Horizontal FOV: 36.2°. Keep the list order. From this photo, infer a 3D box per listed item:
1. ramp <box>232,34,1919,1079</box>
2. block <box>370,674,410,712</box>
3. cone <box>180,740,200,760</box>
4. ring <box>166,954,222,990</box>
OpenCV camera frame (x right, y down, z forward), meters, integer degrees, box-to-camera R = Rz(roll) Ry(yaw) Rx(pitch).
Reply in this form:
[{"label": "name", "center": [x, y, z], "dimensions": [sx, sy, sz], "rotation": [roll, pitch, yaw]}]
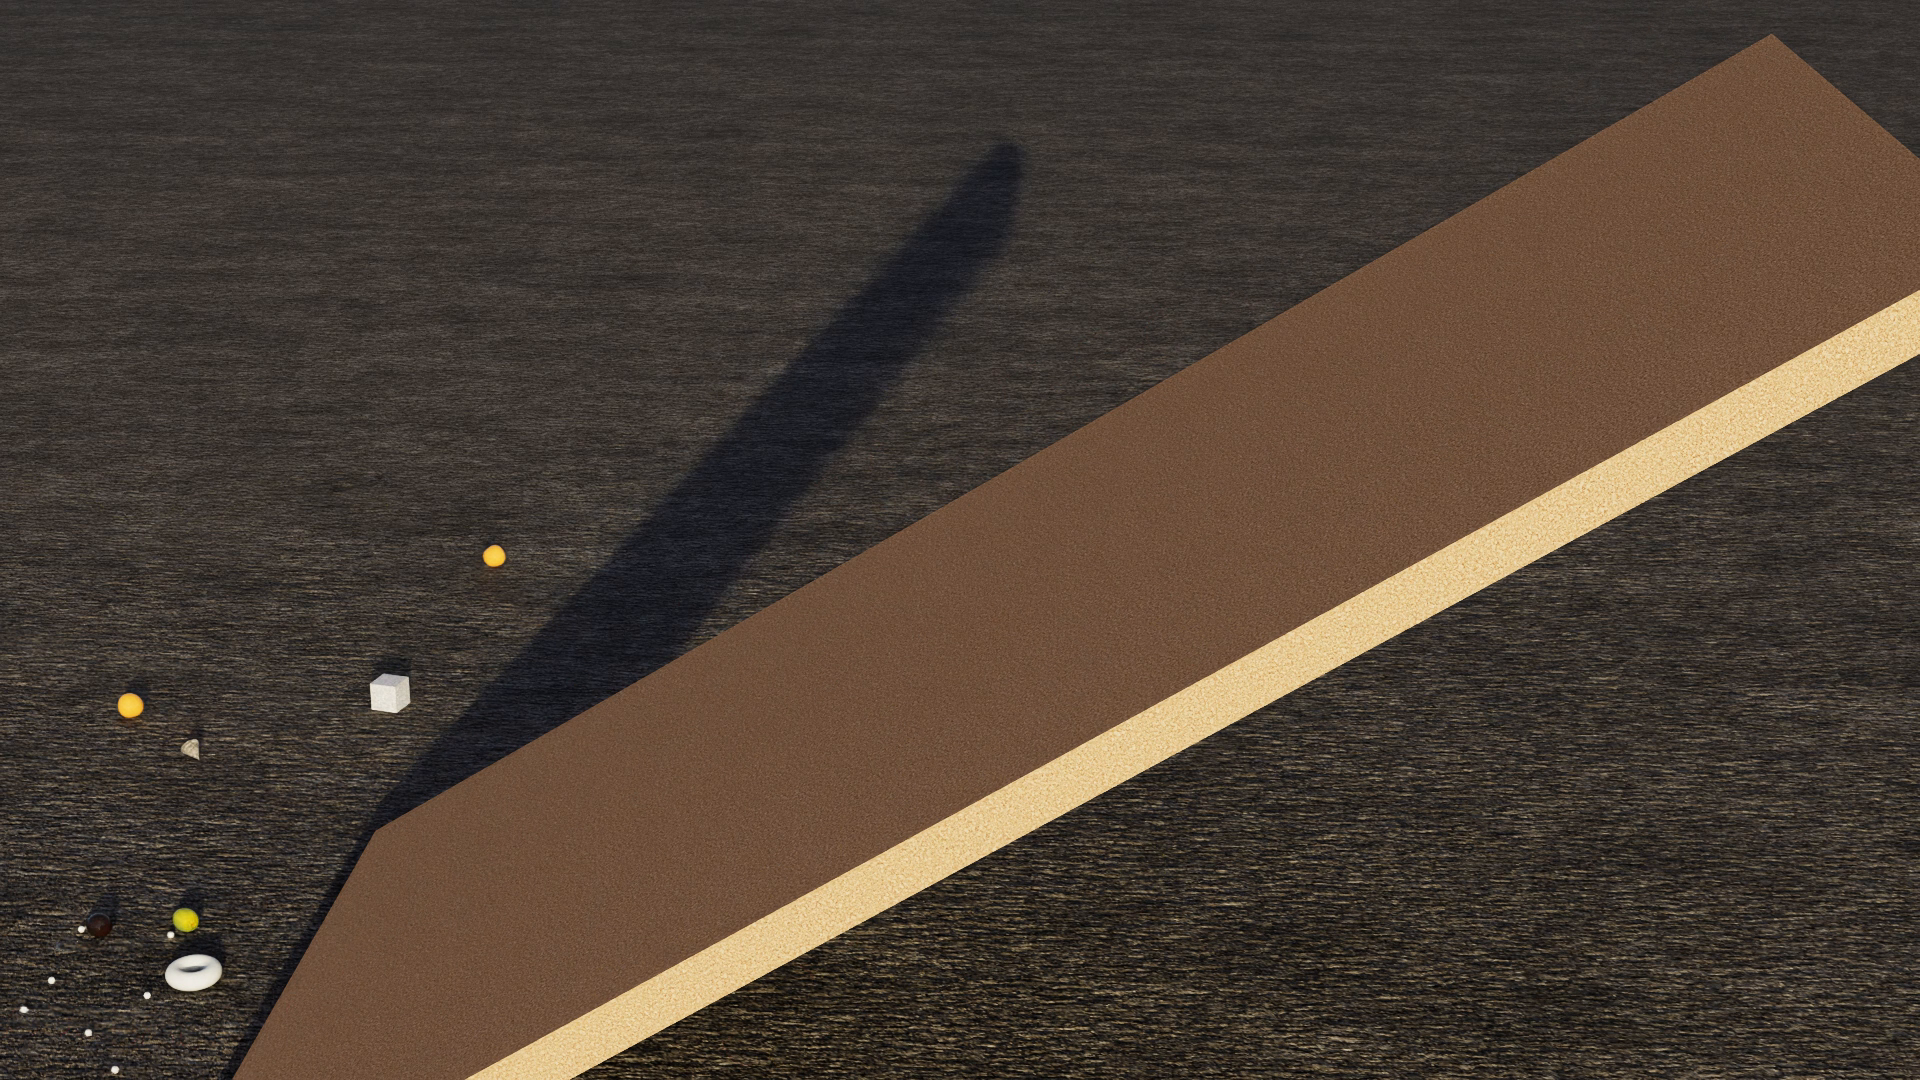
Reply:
[{"label": "ramp", "center": [0.141, 0.169, 6.290], "dimensions": [4.000, 0.100, 2.000], "rotation": [-30, 15, 13]}, {"label": "block", "center": [-1.678, 0.451, 8.662], "dimensions": [0.082, 0.082, 0.082], "rotation": [6, 20, 17]}, {"label": "cone", "center": [-2.164, 0.603, 8.316], "dimensions": [0.057, 0.057, 0.057], "rotation": [-16, 52, -38]}, {"label": "ring", "center": [-1.839, 1.038, 7.058], "dimensions": [0.134, 0.045, 0.134], "rotation": [0, 21, 0]}]
